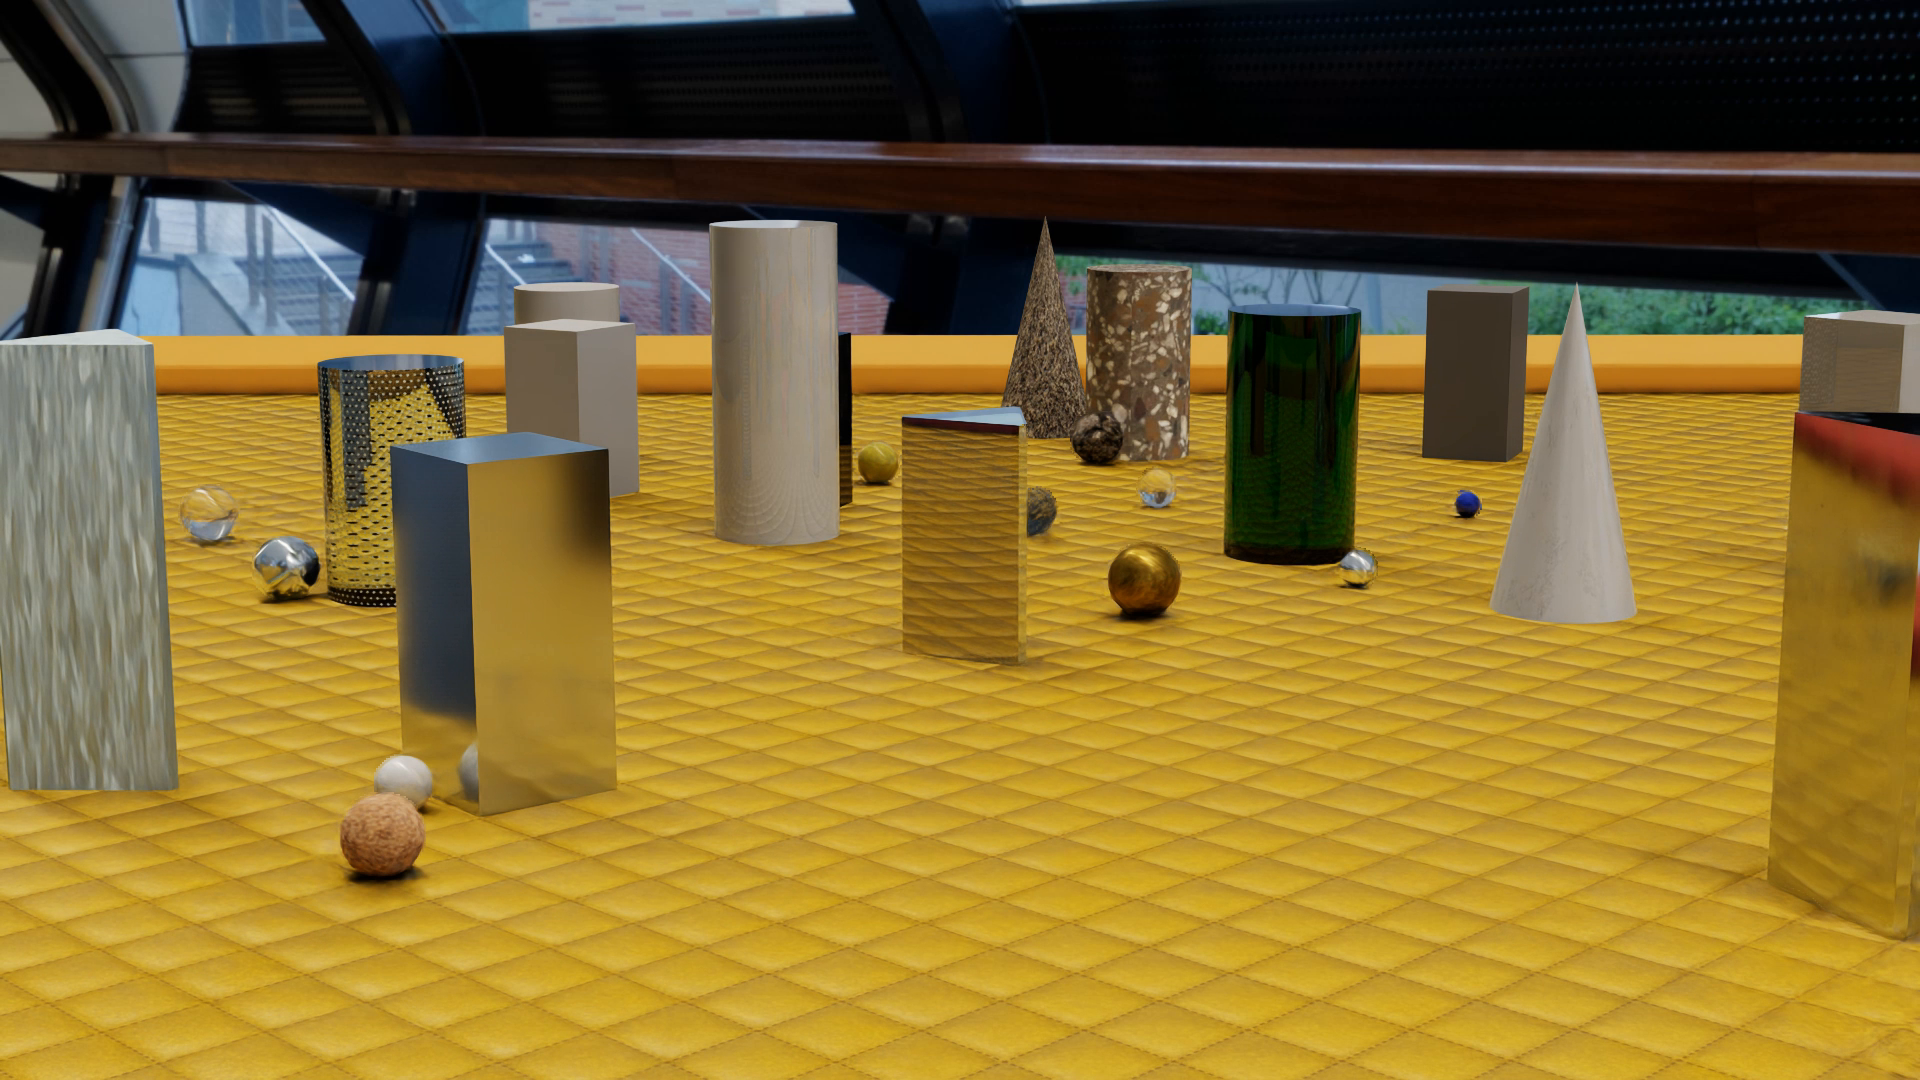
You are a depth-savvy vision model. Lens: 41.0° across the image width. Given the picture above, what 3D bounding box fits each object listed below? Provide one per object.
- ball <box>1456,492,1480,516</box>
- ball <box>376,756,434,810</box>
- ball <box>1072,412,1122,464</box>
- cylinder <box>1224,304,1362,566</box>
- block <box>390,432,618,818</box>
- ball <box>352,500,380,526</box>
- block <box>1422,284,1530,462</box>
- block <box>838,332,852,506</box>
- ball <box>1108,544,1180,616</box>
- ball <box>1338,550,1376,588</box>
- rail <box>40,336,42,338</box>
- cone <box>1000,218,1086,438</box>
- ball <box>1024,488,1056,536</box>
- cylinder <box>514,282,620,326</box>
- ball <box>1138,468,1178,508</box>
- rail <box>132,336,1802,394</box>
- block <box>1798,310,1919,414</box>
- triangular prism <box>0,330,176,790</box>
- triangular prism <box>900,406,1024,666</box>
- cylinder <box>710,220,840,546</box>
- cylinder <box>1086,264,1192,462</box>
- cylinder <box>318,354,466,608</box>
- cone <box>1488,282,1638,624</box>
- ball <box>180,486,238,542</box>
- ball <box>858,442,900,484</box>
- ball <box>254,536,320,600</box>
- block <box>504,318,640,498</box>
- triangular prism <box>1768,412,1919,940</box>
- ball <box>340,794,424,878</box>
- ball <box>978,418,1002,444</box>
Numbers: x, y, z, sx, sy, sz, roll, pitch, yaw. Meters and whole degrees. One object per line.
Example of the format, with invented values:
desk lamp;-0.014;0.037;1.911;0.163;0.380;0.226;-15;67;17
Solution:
ball;0.828;-0.058;4.187;0.040;0.040;0.040;0;10;0
ball;-0.548;0.241;2.530;0.056;0.056;0.056;0;10;0
ball;0.253;-0.188;4.741;0.094;0.094;0.094;0;10;0
cylinder;0.497;-0.161;3.843;0.197;0.368;0.197;0;10;0
block;-0.460;0.080;2.591;0.158;0.350;0.158;-9;14;-39
ball;-0.950;-0.044;4.104;0.042;0.042;0.042;0;10;0
block;0.972;-0.317;4.832;0.158;0.314;0.158;4;11;23
block;-0.282;-0.197;4.259;0.158;0.287;0.158;4;11;19
ball;0.246;0.054;3.426;0.097;0.097;0.097;0;10;0
ball;0.561;0.040;3.620;0.053;0.053;0.053;0;10;0
rail;-2.015;0.035;3.437;0.045;0.128;4.698;0;10;0
cone;0.169;-0.431;5.121;0.197;0.432;0.197;0;10;0
ball;0.113;-0.045;4.022;0.075;0.075;0.075;0;10;0
cylinder;-0.740;-0.322;4.855;0.197;0.315;0.197;0;10;0
ball;0.329;-0.086;4.272;0.065;0.065;0.065;0;10;0
rail;-0.013;-0.391;5.735;4.077;0.128;0.045;0;10;0
block;1.305;-0.129;3.650;0.158;0.376;0.158;-8;13;-37
triangular prism;-0.883;0.017;2.644;0.171;0.455;0.148;0;10;1
triangular prism;0.037;-0.011;3.222;0.171;0.298;0.148;6;12;28
cylinder;-0.287;-0.248;3.991;0.197;0.485;0.197;0;10;0
cylinder;0.336;-0.337;4.842;0.197;0.351;0.197;0;10;0
cylinder;-0.783;-0.086;3.556;0.197;0.324;0.197;0;10;0
cone;0.818;-0.125;3.444;0.197;0.443;0.197;0;10;0
ball;-1.161;-0.041;3.970;0.086;0.086;0.086;0;10;0
ball;-0.144;-0.135;4.510;0.073;0.073;0.073;0;10;0
ball;-0.928;0.038;3.536;0.089;0.089;0.089;0;10;0
block;-0.663;-0.222;4.385;0.158;0.291;0.158;6;12;30
triangular prism;0.787;0.107;2.232;0.148;0.428;0.171;8;13;38
ball;-0.524;0.268;2.328;0.076;0.076;0.076;0;10;0
ball;0.059;-0.212;4.995;0.049;0.049;0.049;0;10;0
